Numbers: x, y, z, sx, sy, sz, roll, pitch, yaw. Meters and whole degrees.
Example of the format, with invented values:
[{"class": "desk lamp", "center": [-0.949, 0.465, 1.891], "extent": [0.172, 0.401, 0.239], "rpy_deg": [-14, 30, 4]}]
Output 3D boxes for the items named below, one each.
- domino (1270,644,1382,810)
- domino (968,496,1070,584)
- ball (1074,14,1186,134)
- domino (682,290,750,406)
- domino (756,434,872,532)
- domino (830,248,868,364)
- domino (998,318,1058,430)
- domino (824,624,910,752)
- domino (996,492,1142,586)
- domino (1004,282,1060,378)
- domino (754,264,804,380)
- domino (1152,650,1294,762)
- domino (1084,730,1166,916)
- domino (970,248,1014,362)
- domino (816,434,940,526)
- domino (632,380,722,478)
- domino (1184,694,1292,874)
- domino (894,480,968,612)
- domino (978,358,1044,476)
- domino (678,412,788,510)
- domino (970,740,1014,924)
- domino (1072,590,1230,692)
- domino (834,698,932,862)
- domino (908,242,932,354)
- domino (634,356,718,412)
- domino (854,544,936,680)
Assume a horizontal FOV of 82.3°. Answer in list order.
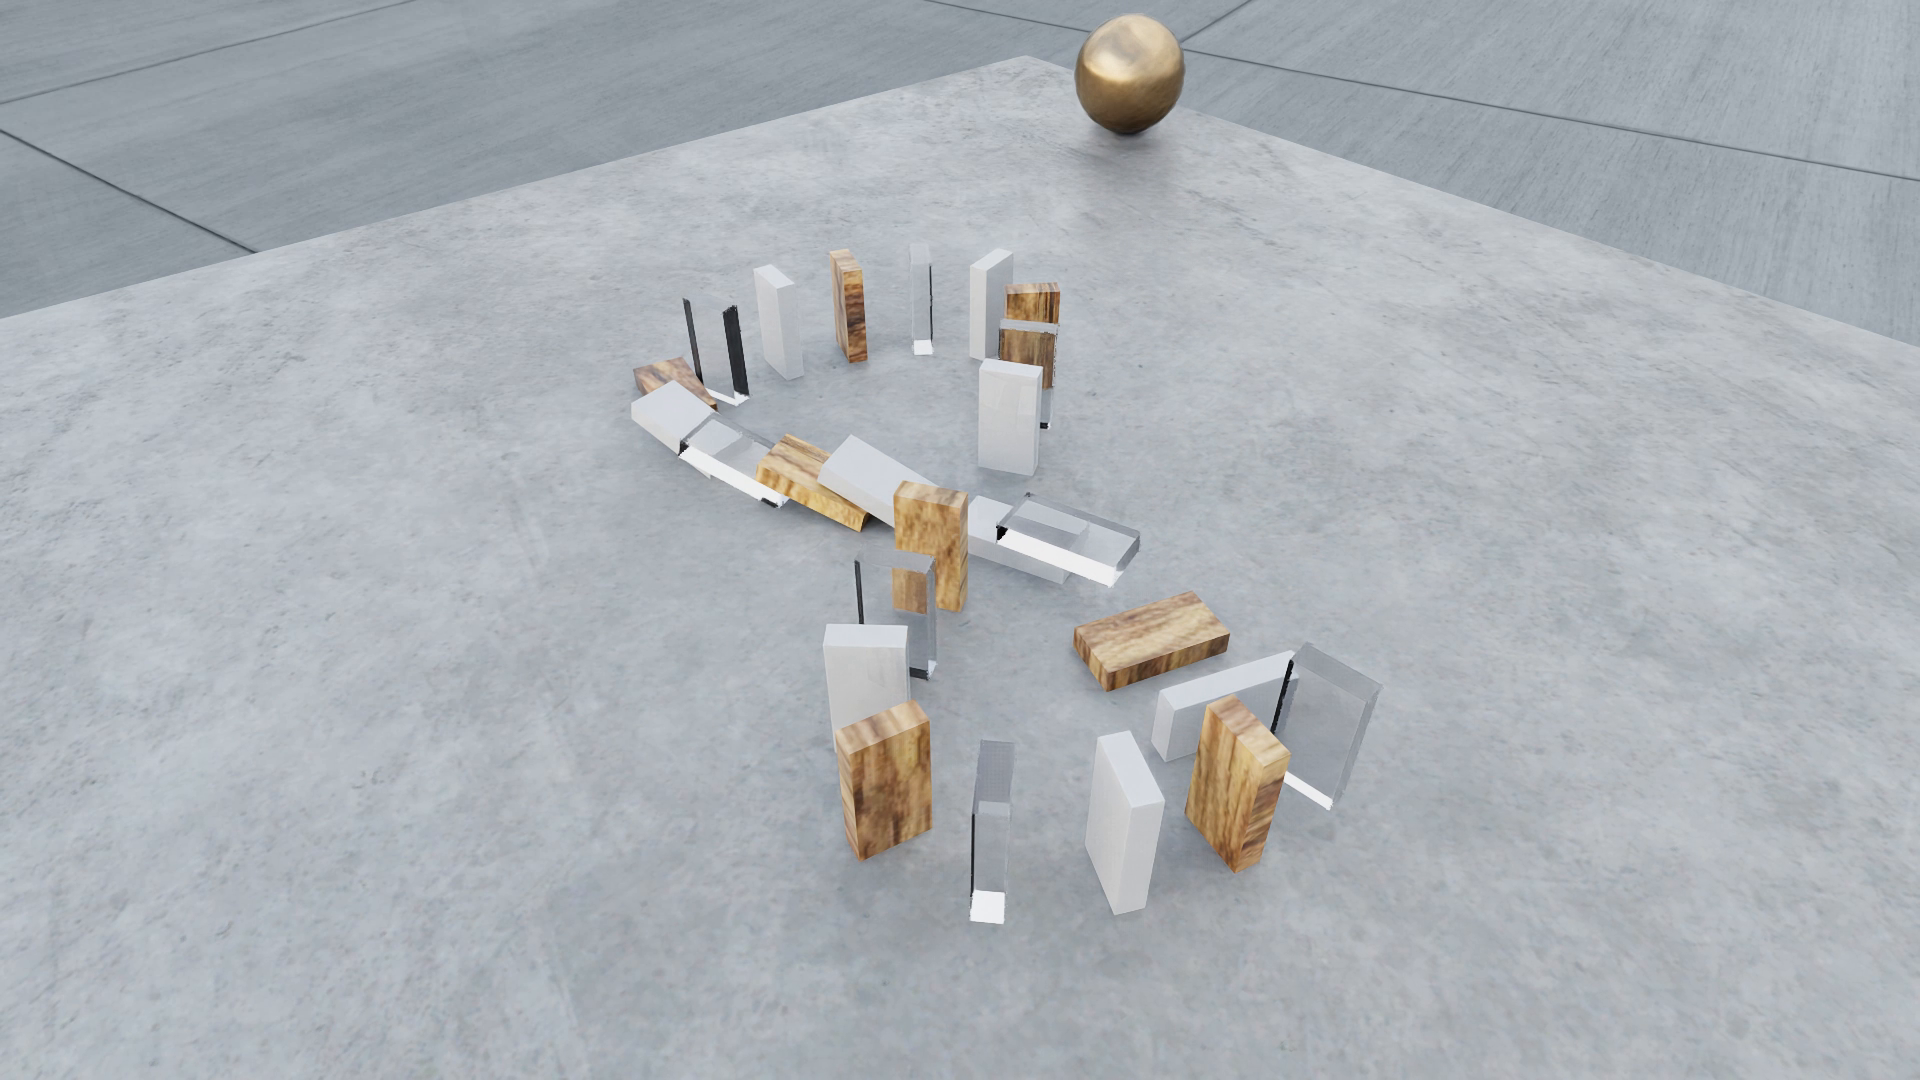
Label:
[{"class": "domino", "center": [0.111, 0.058, 0.340], "extent": [0.025, 0.050, 0.010], "rpy_deg": [31, 49, 32]}, {"class": "domino", "center": [0.024, -0.001, 0.444], "extent": [0.050, 0.010, 0.025], "rpy_deg": [18, 43, 21]}, {"class": "ball", "center": [0.124, -0.339, 0.802], "extent": [0.080, 0.080, 0.080], "rpy_deg": [0, 39, 0]}, {"class": "domino", "center": [-0.115, -0.091, 0.522], "extent": [0.025, 0.050, 0.009], "rpy_deg": [23, 45, 25]}, {"class": "domino", "center": [-0.058, -0.025, 0.464], "extent": [0.050, 0.010, 0.025], "rpy_deg": [26, 44, 7]}, {"class": "domino", "center": [-0.056, -0.118, 0.555], "extent": [0.010, 0.050, 0.025], "rpy_deg": [-13, 41, -16]}, {"class": "domino", "center": [0.031, -0.076, 0.504], "extent": [0.025, 0.050, 0.010], "rpy_deg": [7, 40, 9]}, {"class": "domino", "center": [-0.029, 0.049, 0.352], "extent": [0.025, 0.050, 0.010], "rpy_deg": [1, 39, 2]}, {"class": "domino", "center": [0.042, -0.001, 0.430], "extent": [0.050, 0.010, 0.025], "rpy_deg": [21, 44, 24]}, {"class": "domino", "center": [0.034, -0.099, 0.532], "extent": [0.025, 0.050, 0.009], "rpy_deg": [-4, 39, -5]}, {"class": "domino", "center": [-0.089, -0.107, 0.542], "extent": [0.010, 0.050, 0.025], "rpy_deg": [-23, 45, -26]}, {"class": "domino", "center": [0.089, 0.055, 0.364], "extent": [0.050, 0.025, 0.009], "rpy_deg": [-14, 41, -16]}, {"class": "domino", "center": [0.046, 0.081, 0.313], "extent": [0.009, 0.050, 0.025], "rpy_deg": [-10, 40, -12]}, {"class": "domino", "center": [0.016, -0.119, 0.556], "extent": [0.009, 0.050, 0.025], "rpy_deg": [23, 45, 26]}, {"class": "domino", "center": [-0.031, -0.022, 0.456], "extent": [0.050, 0.010, 0.025], "rpy_deg": [31, 44, 4]}, {"class": "domino", "center": [-0.121, -0.050, 0.495], "extent": [0.050, 0.009, 0.025], "rpy_deg": [36, 50, 16]}, {"class": "domino", "center": [0.081, 0.072, 0.323], "extent": [0.009, 0.050, 0.025], "rpy_deg": [-18, 43, -21]}, {"class": "domino", "center": [-0.010, 0.003, 0.408], "extent": [0.025, 0.050, 0.009], "rpy_deg": [12, 41, 14]}, {"class": "domino", "center": [0.021, -0.053, 0.476], "extent": [0.025, 0.050, 0.009], "rpy_deg": [11, 41, 13]}, {"class": "domino", "center": [-0.093, -0.035, 0.475], "extent": [0.050, 0.010, 0.025], "rpy_deg": [28, 45, 8]}, {"class": "domino", "center": [0.009, 0.083, 0.310], "extent": [0.009, 0.050, 0.025], "rpy_deg": [4, 39, 5]}, {"class": "domino", "center": [0.069, 0.036, 0.399], "extent": [0.050, 0.010, 0.025], "rpy_deg": [-15, 42, -18]}, {"class": "domino", "center": [-0.022, 0.071, 0.324], "extent": [0.025, 0.050, 0.010], "rpy_deg": [-20, 43, -22]}, {"class": "domino", "center": [-0.020, -0.123, 0.562], "extent": [0.010, 0.050, 0.025], "rpy_deg": [-3, 39, -4]}, {"class": "domino", "center": [-0.137, -0.070, 0.529], "extent": [0.025, 0.009, 0.050], "rpy_deg": [-20, 43, -22]}, {"class": "domino", "center": [-0.022, 0.025, 0.380], "extent": [0.025, 0.050, 0.009], "rpy_deg": [10, 40, 12]}]
